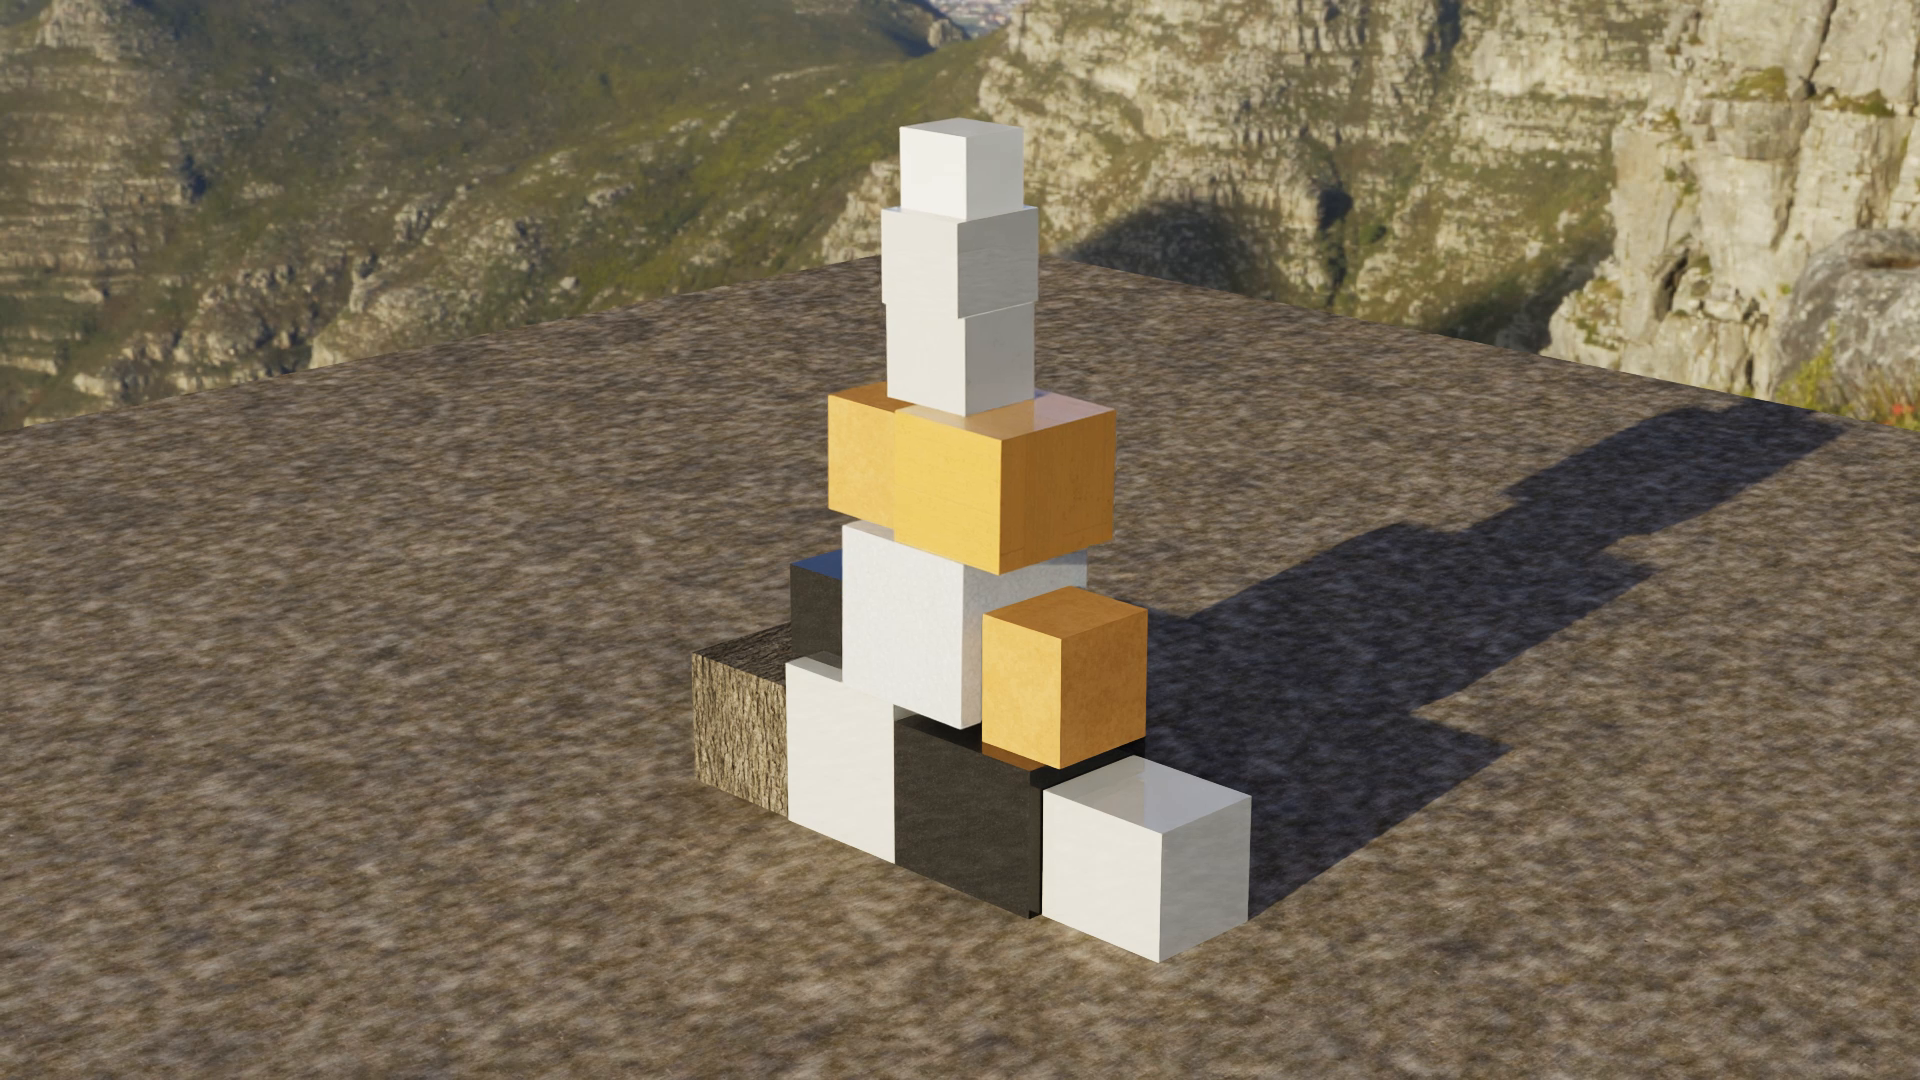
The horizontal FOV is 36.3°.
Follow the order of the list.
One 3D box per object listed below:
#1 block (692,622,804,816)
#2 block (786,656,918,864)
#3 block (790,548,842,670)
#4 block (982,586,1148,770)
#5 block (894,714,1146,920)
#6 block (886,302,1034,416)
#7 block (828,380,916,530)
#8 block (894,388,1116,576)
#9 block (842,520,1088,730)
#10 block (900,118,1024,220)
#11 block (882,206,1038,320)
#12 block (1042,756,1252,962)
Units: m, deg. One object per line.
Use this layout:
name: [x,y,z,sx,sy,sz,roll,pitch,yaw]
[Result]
block: [-0.822,0.871,14.462,0.690,0.667,0.707,-17,24,-42]
block: [-0.305,0.962,13.950,0.729,0.800,0.732,-17,24,-42]
block: [-0.447,0.322,13.913,0.505,0.442,0.501,-17,24,-42]
block: [0.466,0.604,13.063,0.563,0.602,0.475,-17,24,-42]
block: [0.271,1.174,13.430,0.758,0.706,0.854,-17,24,-42]
block: [0.003,-0.846,13.047,0.438,0.436,0.489,-17,24,-42]
block: [-0.213,-0.403,13.456,0.557,0.545,0.545,-17,25,-42]
block: [0.199,-0.287,13.022,0.729,0.604,0.651,-17,25,-42]
block: [0.020,0.302,13.429,0.803,0.773,0.771,-17,25,-42]
block: [0.009,-1.627,12.817,0.358,0.355,0.404,-17,24,-42]
block: [0.001,-1.254,12.921,0.507,0.418,0.469,-17,24,-42]
block: [0.819,1.393,12.916,0.594,0.598,0.688,-17,24,-42]
